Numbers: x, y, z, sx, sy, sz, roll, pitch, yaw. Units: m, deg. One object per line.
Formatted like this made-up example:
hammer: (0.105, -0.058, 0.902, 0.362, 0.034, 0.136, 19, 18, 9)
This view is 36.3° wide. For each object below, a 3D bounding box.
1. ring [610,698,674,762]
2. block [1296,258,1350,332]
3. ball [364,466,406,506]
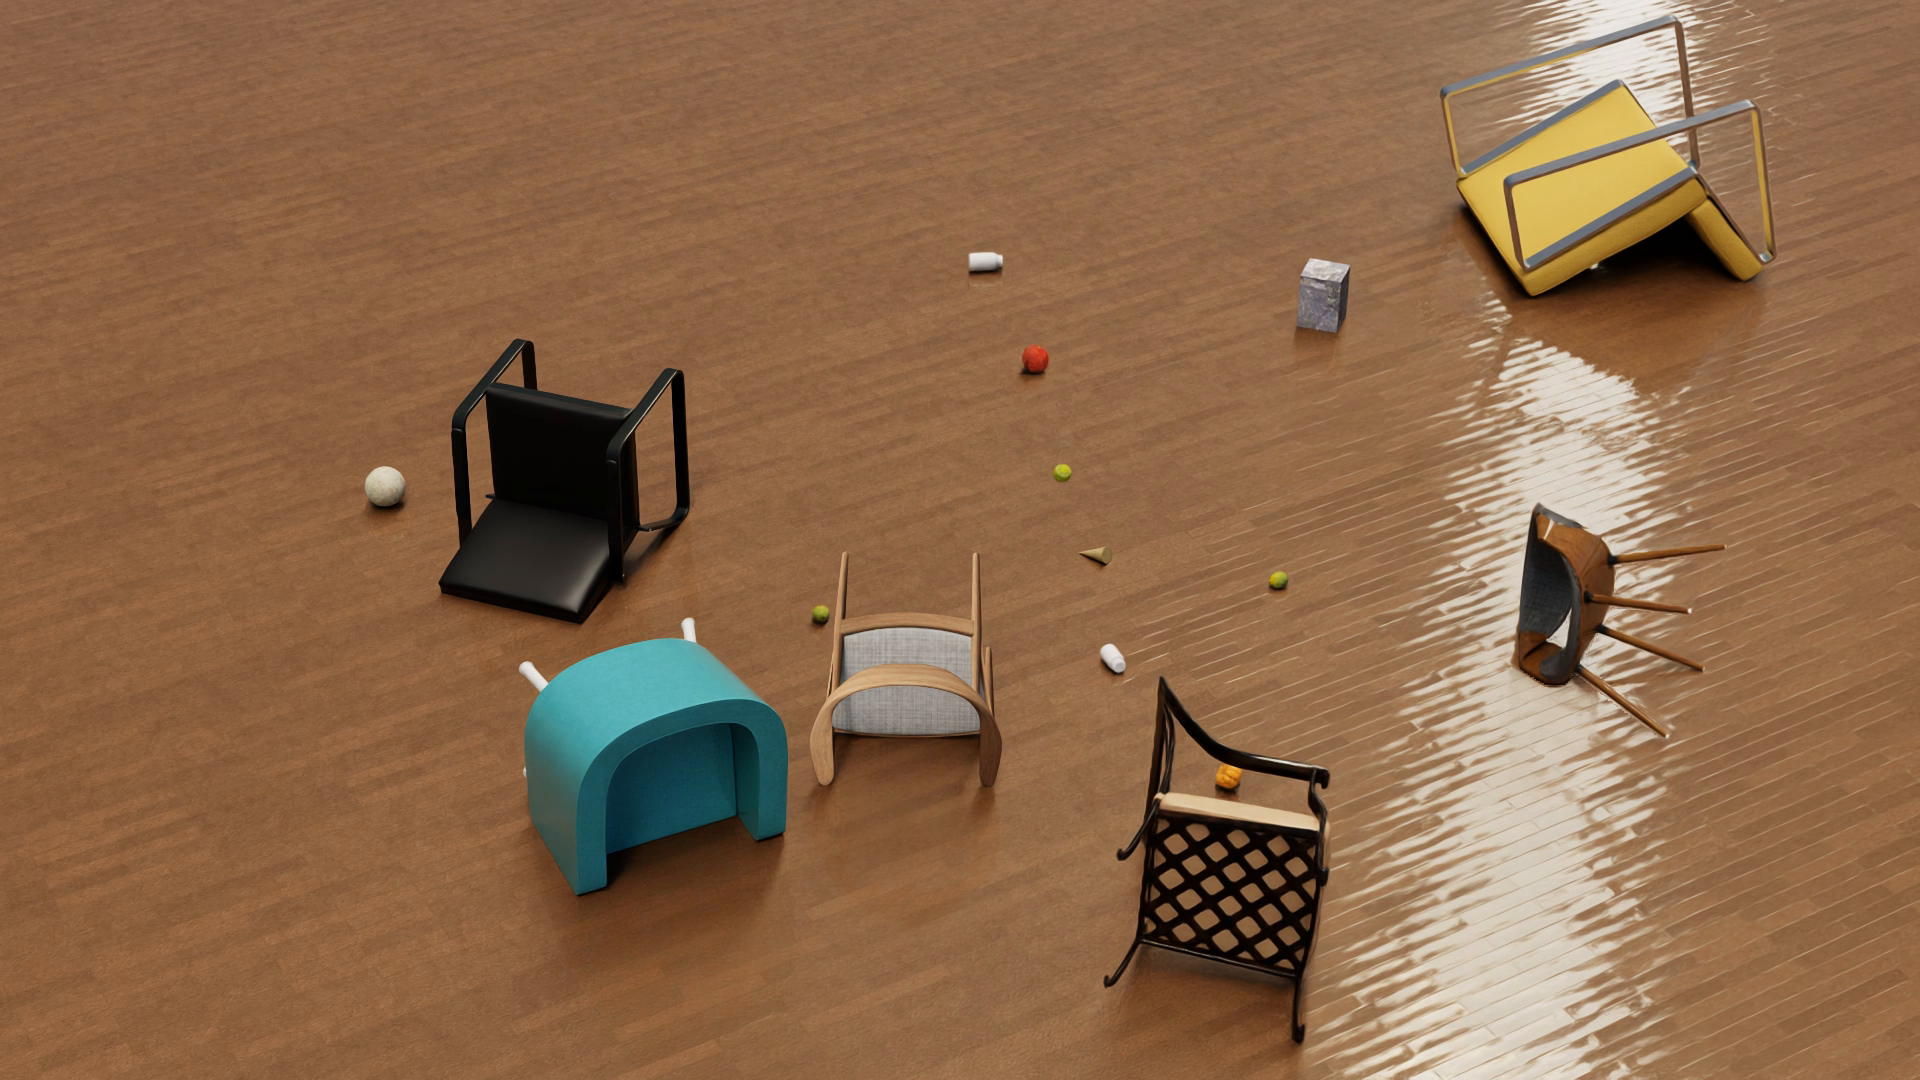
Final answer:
ring: (-1.064, 0.637, 9.804, 0.161, 0.198, 0.221, -18, 54, -36)
block: (1.522, -1.023, 12.280, 0.173, 0.239, 0.161, 11, 35, 17)
ball: (-2.179, -0.203, 11.113, 0.153, 0.153, 0.153, 0, 33, 0)
